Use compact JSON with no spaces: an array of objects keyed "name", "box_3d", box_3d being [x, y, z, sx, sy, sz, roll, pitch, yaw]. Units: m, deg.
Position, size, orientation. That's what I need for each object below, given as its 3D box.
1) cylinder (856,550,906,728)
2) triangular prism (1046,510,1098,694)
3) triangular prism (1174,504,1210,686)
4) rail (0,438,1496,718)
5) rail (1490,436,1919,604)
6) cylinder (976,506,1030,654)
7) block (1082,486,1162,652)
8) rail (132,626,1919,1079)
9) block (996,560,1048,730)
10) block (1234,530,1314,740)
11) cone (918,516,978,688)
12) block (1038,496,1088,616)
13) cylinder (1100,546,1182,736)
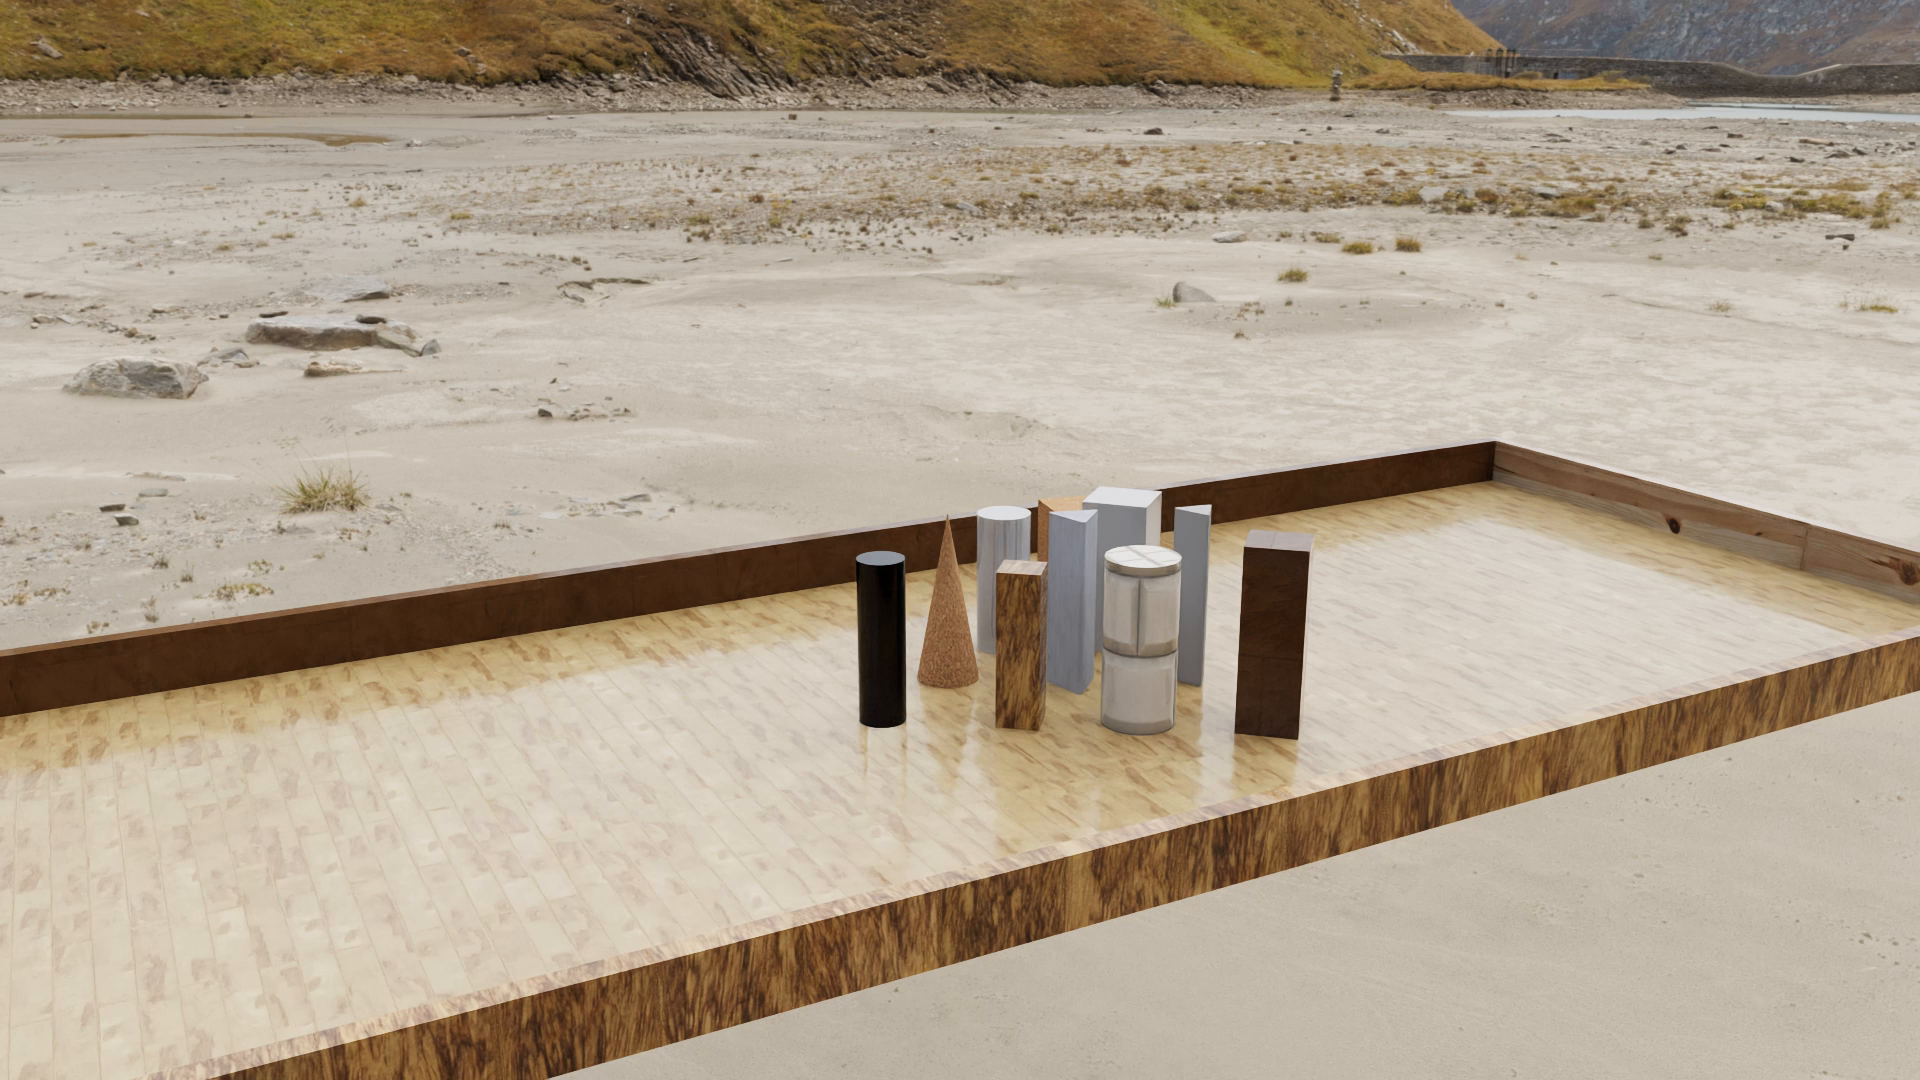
[{"name":"cylinder","box_3d":[-0.183,0.233,3.855,0.114,0.399,0.114,0,16,0]},{"name":"triangular prism","box_3d":[0.297,0.147,4.074,0.105,0.441,0.121,-14,21,-39]},{"name":"triangular prism","box_3d":[0.591,0.135,4.108,0.097,0.445,0.084,14,22,40]},{"name":"rail","box_3d":[-3.305,0.497,3.399,12.000,0.150,0.050,-9,18,-27]},{"name":"rail","box_3d":[2.466,-0.048,5.253,0.050,0.150,2.100,-9,18,-27]},{"name":"cylinder","box_3d":[0.114,0.106,4.342,0.141,0.368,0.141,0,16,0]},{"name":"block","box_3d":[0.424,0.081,4.362,0.170,0.405,0.170,6,17,19]},{"name":"rail","box_3d":[-2.336,1.006,1.665,12.000,0.150,0.050,-9,18,-27]},{"name":"block","box_3d":[0.143,0.245,3.847,0.103,0.380,0.103,3,17,11]},{"name":"block","box_3d":[0.726,0.217,3.813,0.146,0.452,0.146,4,17,15]},{"name":"cone","box_3d":[-0.030,0.140,4.113,0.157,0.431,0.157,0,16,0]},{"name":"block","box_3d":[0.315,0.053,4.613,0.155,0.317,0.155,-5,17,-16]},{"name":"cylinder","box_3d":[0.420,0.232,3.843,0.176,0.407,0.176,0,16,0]}]
